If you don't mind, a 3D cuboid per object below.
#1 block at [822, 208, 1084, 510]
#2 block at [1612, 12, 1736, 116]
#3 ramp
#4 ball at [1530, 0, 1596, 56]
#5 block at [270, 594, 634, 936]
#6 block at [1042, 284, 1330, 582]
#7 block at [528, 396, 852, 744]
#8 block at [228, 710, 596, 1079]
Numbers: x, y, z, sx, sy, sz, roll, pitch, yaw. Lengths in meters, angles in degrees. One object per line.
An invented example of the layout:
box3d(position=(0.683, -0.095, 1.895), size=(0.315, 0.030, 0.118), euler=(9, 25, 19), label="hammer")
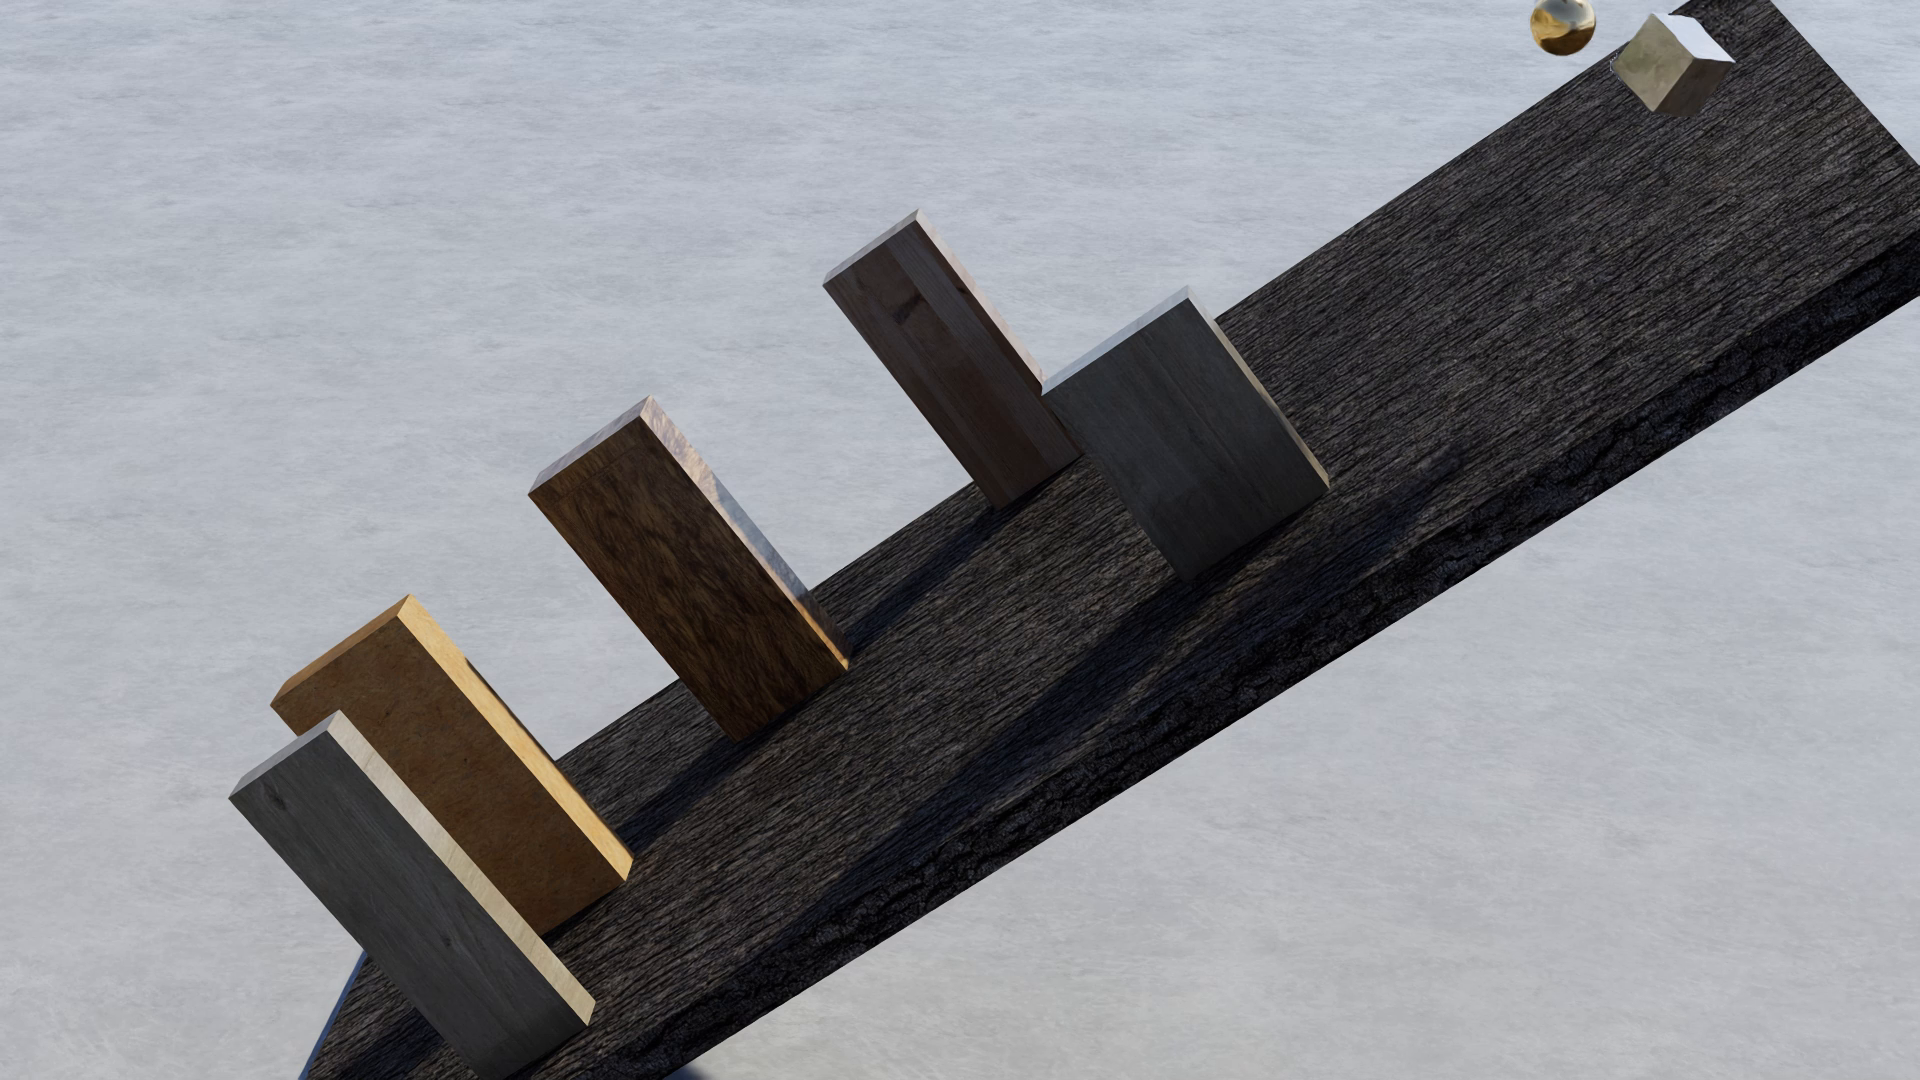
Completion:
box3d(position=(-0.003, -0.415, 6.840), size=(0.270, 0.680, 0.095), euler=(-34, 16, 16), label="block")
box3d(position=(1.317, -0.877, 5.430), size=(0.129, 0.129, 0.129), euler=(-3, 48, -42), label="block")
box3d(position=(0.131, 0.177, 6.316), size=(4.000, 0.100, 2.000), euler=(-34, 16, 16), label="ramp")
box3d(position=(1.174, -1.006, 5.727), size=(0.126, 0.126, 0.126), euler=(0, 22, 0), label="ball")
box3d(position=(-1.105, 0.528, 6.442), size=(0.367, 0.774, 0.122), euler=(-34, 16, 16), label="block")
box3d(position=(0.433, -0.200, 5.641), size=(0.339, 0.471, 0.081), euler=(-34, 16, 16), label="block")
box3d(position=(-0.605, 0.071, 6.668), size=(0.325, 0.751, 0.139), euler=(-34, 16, 16), label="block")
box3d(position=(-1.075, 0.715, 5.806), size=(0.258, 0.793, 0.092), euler=(-34, 16, 16), label="block")
